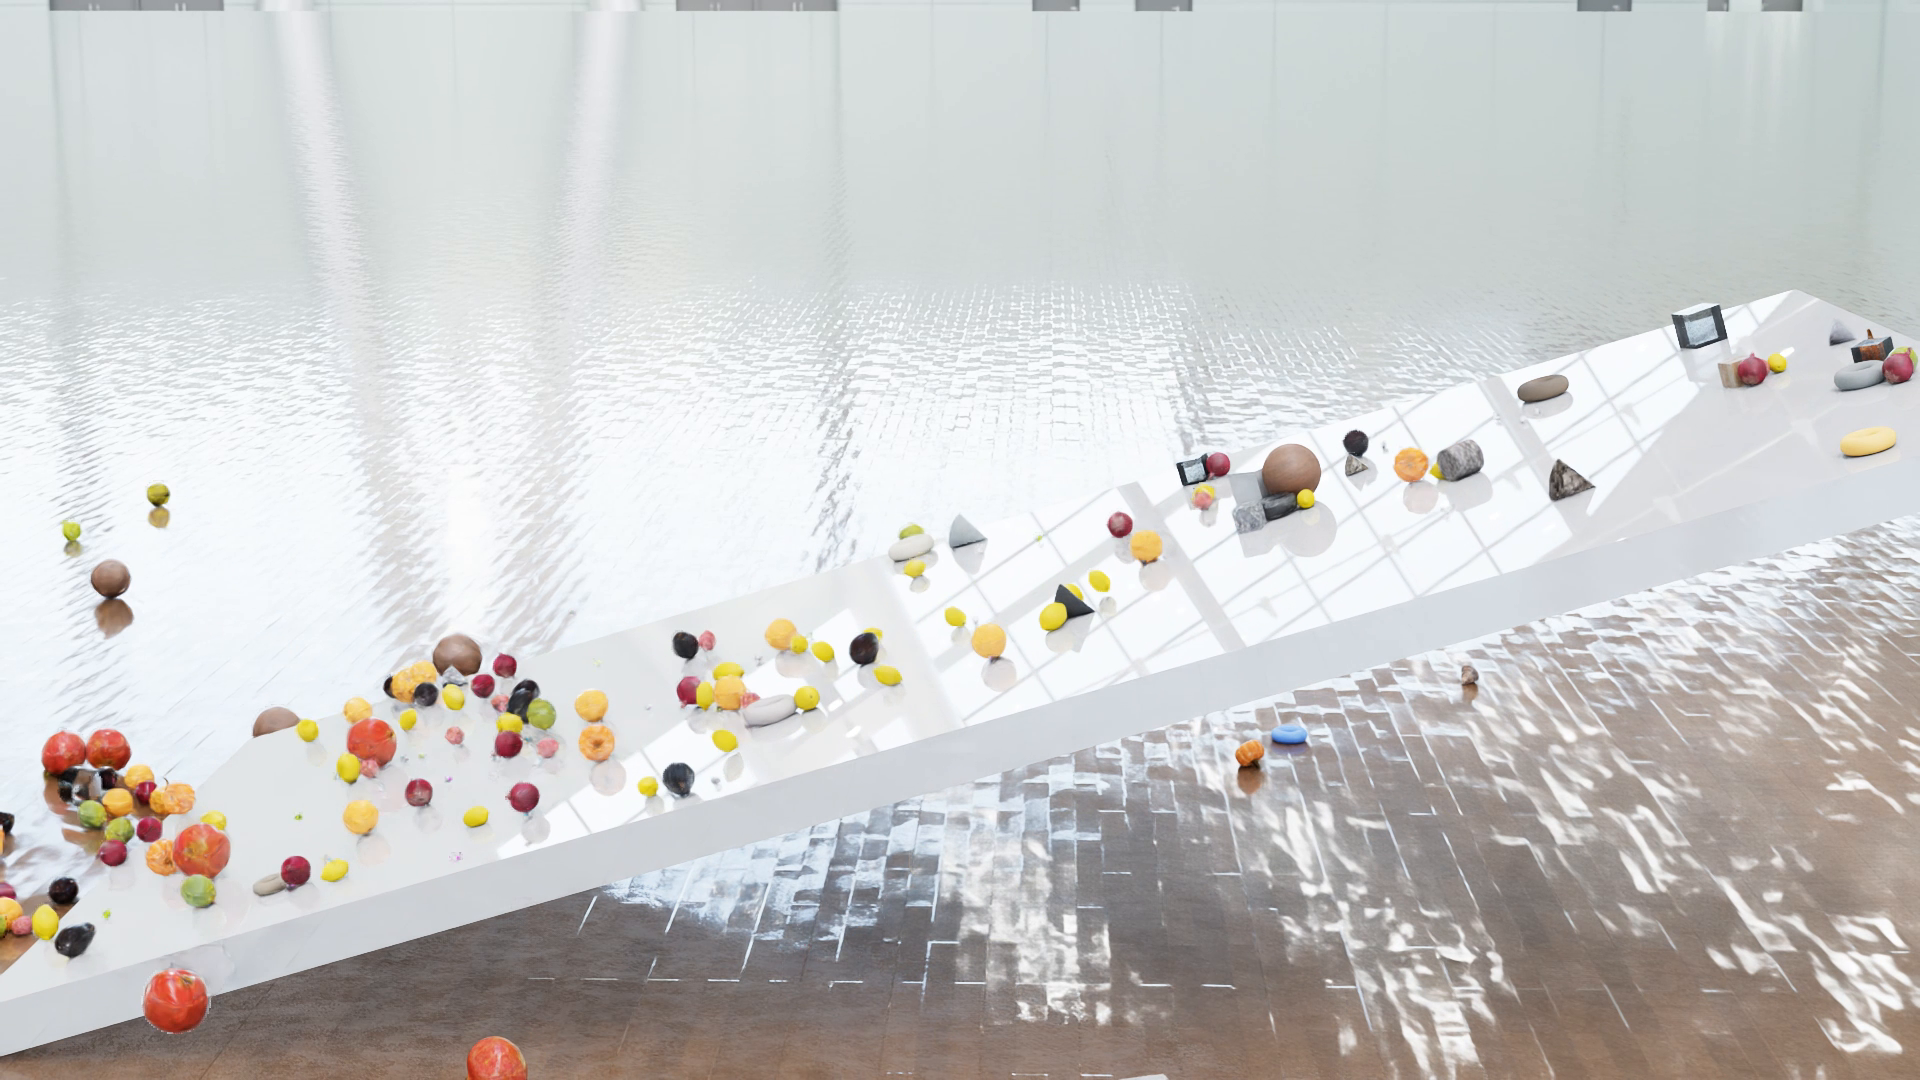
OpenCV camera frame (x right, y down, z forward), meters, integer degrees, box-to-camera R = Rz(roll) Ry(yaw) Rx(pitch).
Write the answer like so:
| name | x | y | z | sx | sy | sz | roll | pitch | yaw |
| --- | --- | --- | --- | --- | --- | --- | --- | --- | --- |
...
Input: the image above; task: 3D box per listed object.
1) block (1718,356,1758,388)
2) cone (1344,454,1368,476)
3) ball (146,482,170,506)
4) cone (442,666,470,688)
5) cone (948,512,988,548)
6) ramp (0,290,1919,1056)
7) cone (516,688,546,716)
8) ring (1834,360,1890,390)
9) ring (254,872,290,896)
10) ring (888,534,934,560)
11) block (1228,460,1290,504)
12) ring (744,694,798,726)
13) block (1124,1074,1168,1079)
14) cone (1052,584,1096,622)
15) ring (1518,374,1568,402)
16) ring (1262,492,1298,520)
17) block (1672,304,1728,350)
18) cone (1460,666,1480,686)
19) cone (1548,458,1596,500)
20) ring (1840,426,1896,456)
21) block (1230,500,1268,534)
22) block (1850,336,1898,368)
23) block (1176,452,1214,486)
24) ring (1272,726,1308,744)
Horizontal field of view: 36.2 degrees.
| name | x | y | z | sx | sy | sz | roll | pitch | yaw |
| --- | --- | --- | --- | --- | --- | --- | --- | --- | --- |
| block | 1.646 | -0.356 | 6.226 | 0.054 | 0.054 | 0.054 | -19 | 10 | -13 |
| cone | 0.887 | -0.163 | 6.537 | 0.051 | 0.051 | 0.051 | 9 | 10 | -7 |
| ball | -3.065 | -0.173 | 11.242 | 0.091 | 0.091 | 0.091 | 0 | 11 | 0 |
| cone | -1.243 | 0.349 | 7.299 | 0.061 | 0.061 | 0.061 | 16 | 15 | 17 |
| cone | 0.030 | -0.013 | 7.104 | 0.087 | 0.087 | 0.087 | 15 | 15 | 17 |
| ramp | 0.093 | 0.186 | 6.317 | 4.000 | 0.100 | 2.000 | -16 | 10 | 5 |
| cone | -0.968 | 0.375 | 6.684 | 0.067 | 0.067 | 0.067 | 11 | 12 | 4 |
| ring | 1.800 | -0.329 | 5.873 | 0.109 | 0.036 | 0.109 | -17 | 11 | 3 |
| ring | -1.337 | 0.669 | 5.717 | 0.075 | 0.025 | 0.075 | -15 | 11 | 3 |
| ring | -0.119 | 0.018 | 7.186 | 0.117 | 0.039 | 0.117 | -18 | 10 | 3 |
| block | 0.662 | -0.122 | 6.502 | 0.086 | 0.086 | 0.086 | -24 | 12 | -36 |
| ring | -0.378 | 0.339 | 5.873 | 0.112 | 0.037 | 0.112 | -15 | 10 | 3 |
| block | 0.332 | 1.001 | 5.164 | 0.090 | 0.090 | 0.090 | -4 | 12 | -18 |
| cone | 0.235 | 0.136 | 5.954 | 0.083 | 0.083 | 0.083 | 12 | 13 | 9 |
| ring | 1.336 | -0.348 | 6.741 | 0.121 | 0.040 | 0.121 | -16 | 9 | 2 |
| ring | 0.674 | -0.071 | 6.344 | 0.116 | 0.039 | 0.116 | -20 | 7 | 3 |
| block | 1.708 | -0.494 | 6.793 | 0.082 | 0.082 | 0.082 | -19 | 10 | -12 |
| cone | 1.451 | 0.401 | 8.441 | 0.058 | 0.058 | 0.058 | 8 | 40 | 36 |
| cone | 1.193 | -0.110 | 5.691 | 0.083 | 0.083 | 0.083 | 9 | 10 | -6 |
| ring | 1.643 | -0.179 | 5.323 | 0.101 | 0.034 | 0.101 | -15 | 10 | 3 |
| block | 0.617 | -0.049 | 6.274 | 0.054 | 0.054 | 0.054 | -13 | 11 | 22 |
| block | 1.850 | -0.372 | 5.953 | 0.060 | 0.060 | 0.060 | -6 | 15 | 47 |
| block | 0.559 | -0.168 | 7.007 | 0.060 | 0.060 | 0.060 | -11 | 11 | 29 |
| ring | 0.876 | 0.517 | 7.821 | 0.097 | 0.032 | 0.097 | -1 | 12 | 0 |
